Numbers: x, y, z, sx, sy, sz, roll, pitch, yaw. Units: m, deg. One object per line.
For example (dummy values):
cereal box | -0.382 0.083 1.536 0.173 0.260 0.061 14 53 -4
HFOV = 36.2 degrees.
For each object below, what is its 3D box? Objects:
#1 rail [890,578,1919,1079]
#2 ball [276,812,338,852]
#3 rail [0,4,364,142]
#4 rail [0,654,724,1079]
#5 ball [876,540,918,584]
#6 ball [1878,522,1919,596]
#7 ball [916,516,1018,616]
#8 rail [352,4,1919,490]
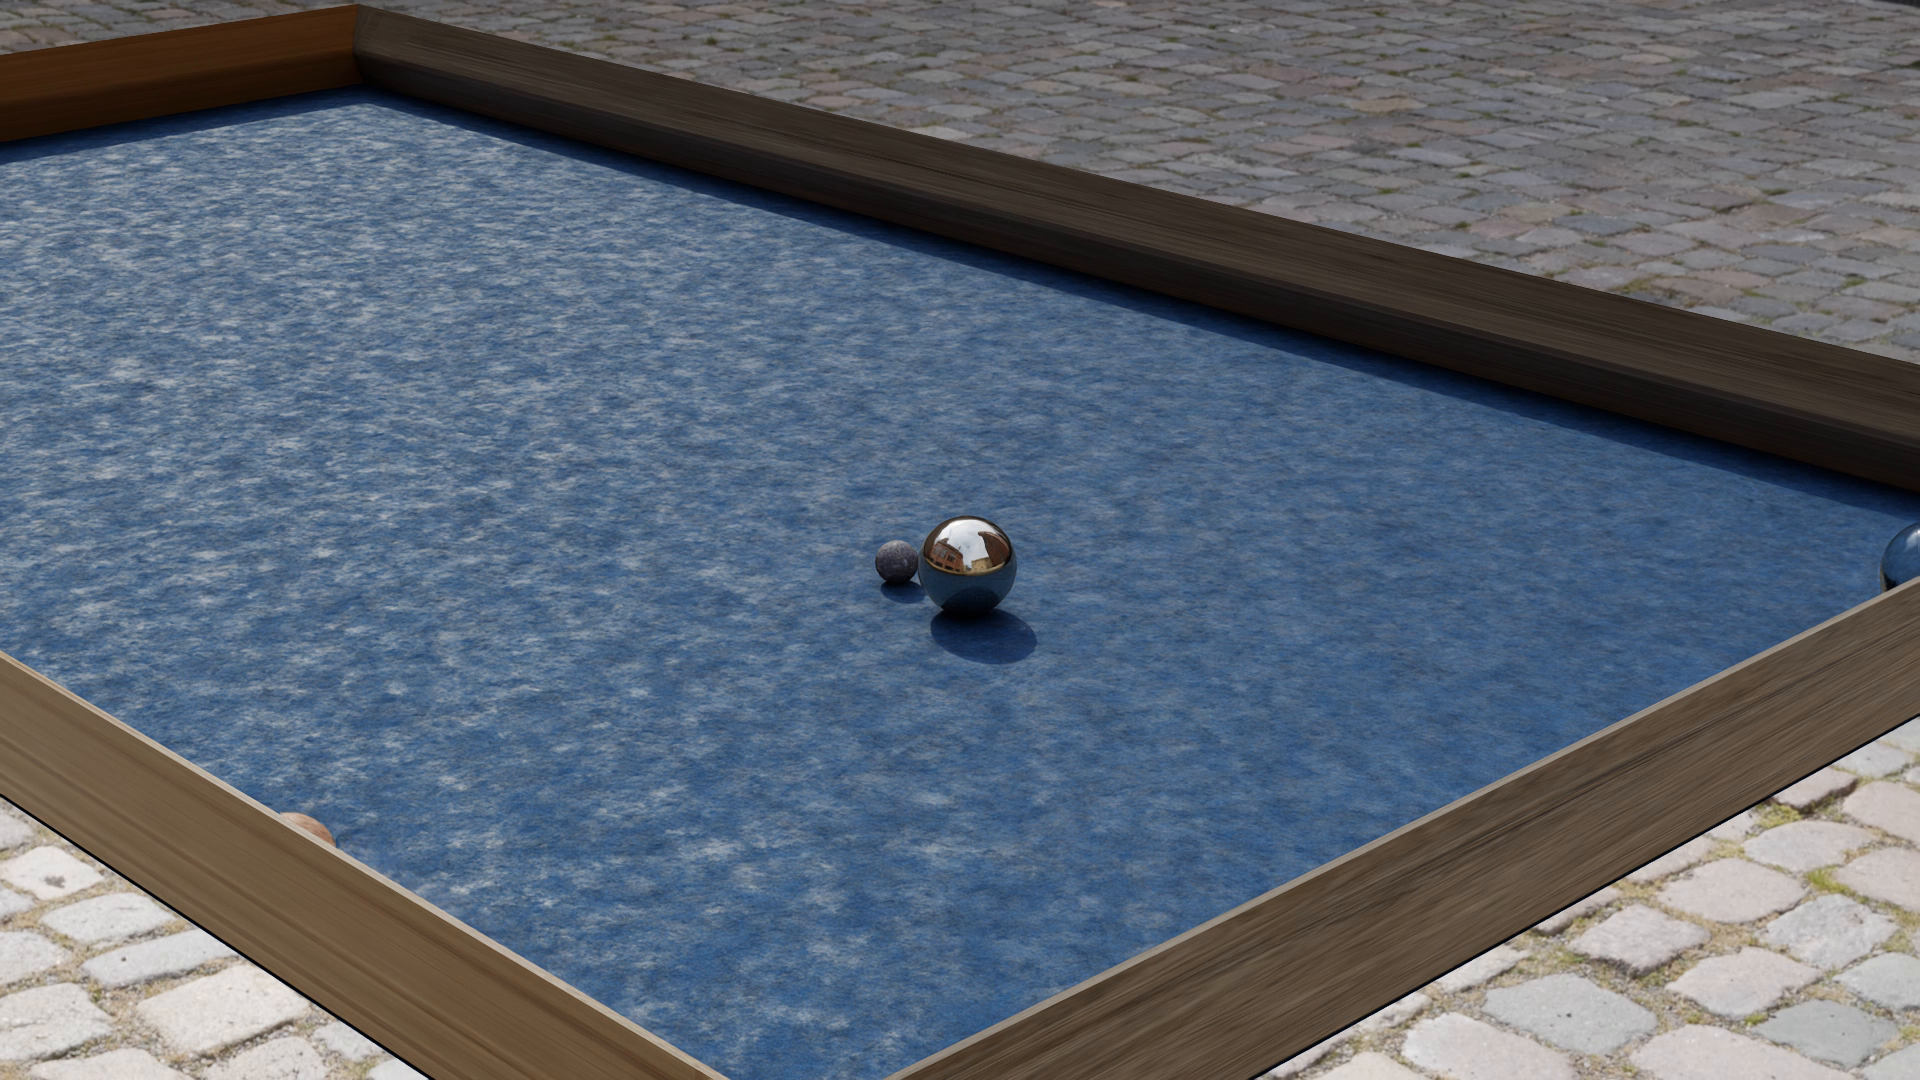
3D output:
rail | 0.521 0.164 2.196 1.731 0.128 0.045 -18 27 -40
ball | -0.481 0.230 2.109 0.068 0.068 0.068 0 20 0
rail | -1.596 -0.605 4.271 1.731 0.128 0.045 -18 27 -40
rail | -1.146 -0.018 2.688 0.045 0.128 3.109 -18 27 -40
ball | -0.058 0.020 2.714 0.040 0.040 0.040 0 20 0
ball | 0.864 0.031 2.601 0.099 0.099 0.099 0 20 0
ball | 0.006 0.023 2.635 0.090 0.090 0.090 0 20 0
rail | 0.071 -0.423 3.779 0.045 0.128 3.109 -18 27 -40
